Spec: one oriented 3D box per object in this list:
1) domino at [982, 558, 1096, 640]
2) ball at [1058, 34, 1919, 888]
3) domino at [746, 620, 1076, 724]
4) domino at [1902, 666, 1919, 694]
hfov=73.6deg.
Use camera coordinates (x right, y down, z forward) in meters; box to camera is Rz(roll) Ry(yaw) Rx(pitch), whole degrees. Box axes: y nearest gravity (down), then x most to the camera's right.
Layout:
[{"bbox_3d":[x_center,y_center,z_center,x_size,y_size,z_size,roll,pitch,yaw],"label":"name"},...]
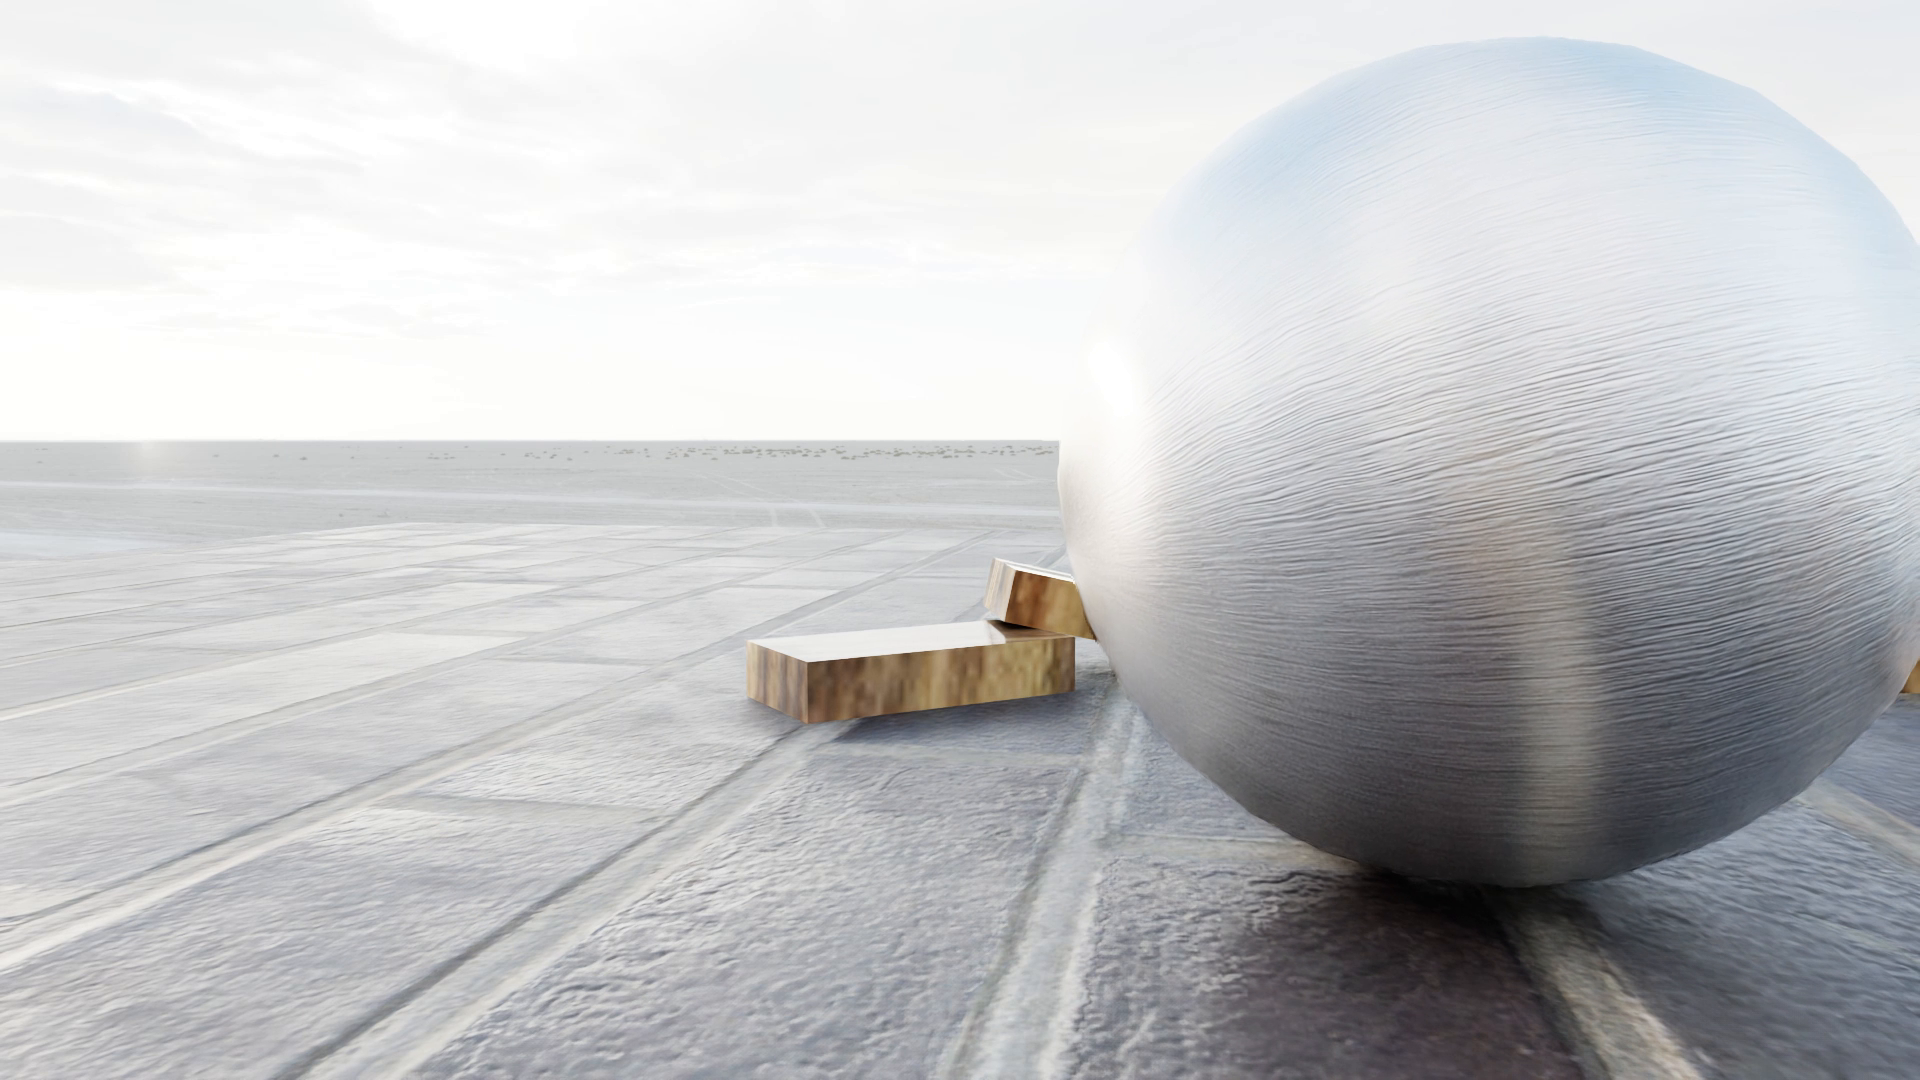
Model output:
[{"bbox_3d":[0.031,0.014,0.244,0.050,0.010,0.025,12,2,-9],"label":"domino"},{"bbox_3d":[0.050,-0.007,0.127,0.080,0.080,0.080,0,4,0],"label":"ball"},{"bbox_3d":[-0.008,0.021,0.218,0.050,0.010,0.025,-3,5,-31],"label":"domino"},{"bbox_3d":[0.163,0.020,0.243,0.025,0.010,0.050,0,4,4],"label":"domino"}]
